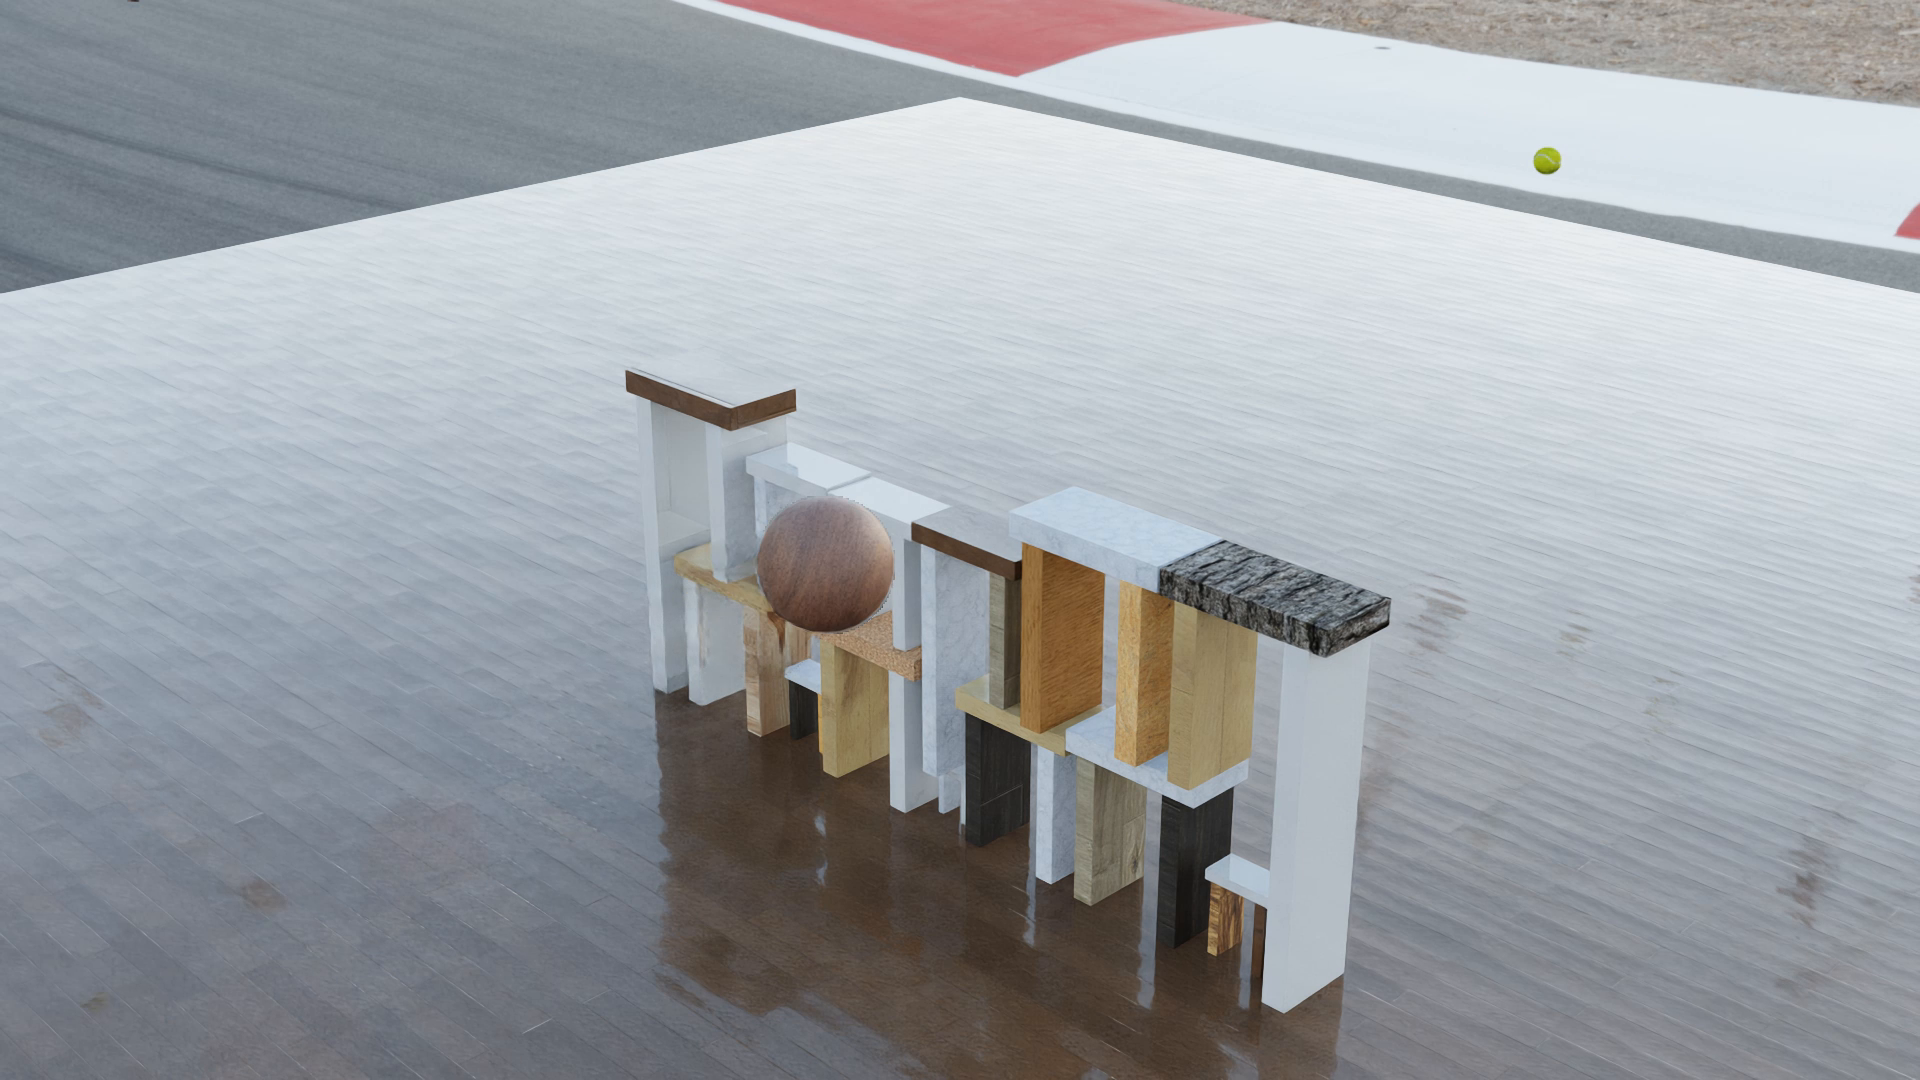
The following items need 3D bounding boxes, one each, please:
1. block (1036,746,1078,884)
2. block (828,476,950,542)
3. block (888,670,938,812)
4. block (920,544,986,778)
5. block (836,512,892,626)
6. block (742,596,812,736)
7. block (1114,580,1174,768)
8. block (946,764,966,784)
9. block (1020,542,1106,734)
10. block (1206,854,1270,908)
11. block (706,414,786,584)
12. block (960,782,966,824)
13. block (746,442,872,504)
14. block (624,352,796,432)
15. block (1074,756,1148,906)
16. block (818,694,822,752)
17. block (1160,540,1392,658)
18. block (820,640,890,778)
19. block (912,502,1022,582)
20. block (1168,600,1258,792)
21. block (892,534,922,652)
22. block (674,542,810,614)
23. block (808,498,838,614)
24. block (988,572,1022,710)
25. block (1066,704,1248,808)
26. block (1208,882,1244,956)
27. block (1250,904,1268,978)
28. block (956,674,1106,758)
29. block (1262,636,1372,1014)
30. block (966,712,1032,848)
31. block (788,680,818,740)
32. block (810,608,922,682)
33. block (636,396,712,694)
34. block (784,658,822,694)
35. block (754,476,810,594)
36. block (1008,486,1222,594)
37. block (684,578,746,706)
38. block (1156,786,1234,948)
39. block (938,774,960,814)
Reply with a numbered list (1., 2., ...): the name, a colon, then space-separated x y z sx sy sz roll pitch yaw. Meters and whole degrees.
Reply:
1. block: 0.211 0.502 4.212 0.041 0.286 0.143 21 31 41
2. block: -0.135 -0.063 4.342 0.243 0.034 0.121 21 31 41
3. block: -0.072 0.385 4.460 0.044 0.308 0.154 21 31 41
4. block: -0.012 0.221 4.332 0.137 0.493 0.039 -21 31 -41
5. block: -0.192 0.043 4.449 0.034 0.243 0.121 21 31 41
6. block: -0.393 0.260 4.761 0.043 0.302 0.151 21 31 41
7. block: 0.357 0.212 3.920 0.050 0.351 0.175 21 31 41
8. block: 0.001 0.462 4.413 0.047 0.013 0.095 -21 31 -41
9. block: 0.191 0.158 4.076 0.050 0.373 0.175 21 30 40
10. block: 0.519 0.608 3.920 0.148 0.021 0.074 21 31 41
11. block: -0.447 -0.100 4.661 0.050 0.353 0.176 21 31 41
12. block: 0.023 0.520 4.414 0.013 0.094 0.047 21 31 41
13. block: -0.310 -0.138 4.505 0.248 0.035 0.124 21 31 41
14. block: -0.530 -0.318 4.659 0.353 0.050 0.176 21 31 41
15. block: 0.285 0.521 4.141 0.043 0.305 0.153 21 31 41
16. block: -0.268 0.381 4.683 0.020 0.140 0.070 21 31 41
17. block: 0.525 0.095 3.688 0.349 0.049 0.175 21 31 41
18. block: -0.217 0.328 4.594 0.044 0.308 0.154 21 31 41
19. block: 0.052 0.002 4.168 0.137 0.039 0.274 -21 31 -40
20. block: 0.443 0.246 3.842 0.049 0.349 0.175 21 31 40
21. block: -0.078 0.088 4.344 0.034 0.243 0.122 21 31 41
22. block: -0.464 0.073 4.759 0.302 0.043 0.151 21 31 41
23. block: -0.252 0.015 4.507 0.124 0.248 0.035 -21 31 -41
24. block: 0.117 0.171 4.170 0.039 0.275 0.137 21 31 40
25. block: 0.357 0.389 4.007 0.305 0.043 0.153 21 31 41
26. block: 0.484 0.673 3.985 0.021 0.149 0.074 21 31 41
27. block: 0.554 0.700 3.921 0.021 0.148 0.074 21 31 41
28. block: 0.143 0.325 4.209 0.286 0.041 0.143 21 31 40
29. block: 0.608 0.471 3.758 0.049 0.698 0.175 21 31 41
30. block: 0.076 0.449 4.336 0.041 0.286 0.143 21 31 41
31. block: -0.334 0.355 4.744 0.020 0.140 0.070 21 31 41
32. block: -0.144 0.194 4.459 0.308 0.044 0.154 21 31 41
33. block: -0.613 -0.006 4.882 0.050 0.698 0.176 21 31 41
34. block: -0.301 0.294 4.682 0.140 0.020 0.070 21 31 41
35. block: -0.369 -0.027 4.615 0.035 0.255 0.124 21 31 41
36. block: 0.274 -0.005 3.918 0.176 0.050 0.351 -21 31 -41
37. block: -0.536 0.204 4.892 0.043 0.302 0.151 21 31 41
38. block: 0.429 0.578 4.009 0.043 0.305 0.153 21 31 41
39. block: -0.021 0.503 4.455 0.047 0.095 0.013 -21 31 -41
